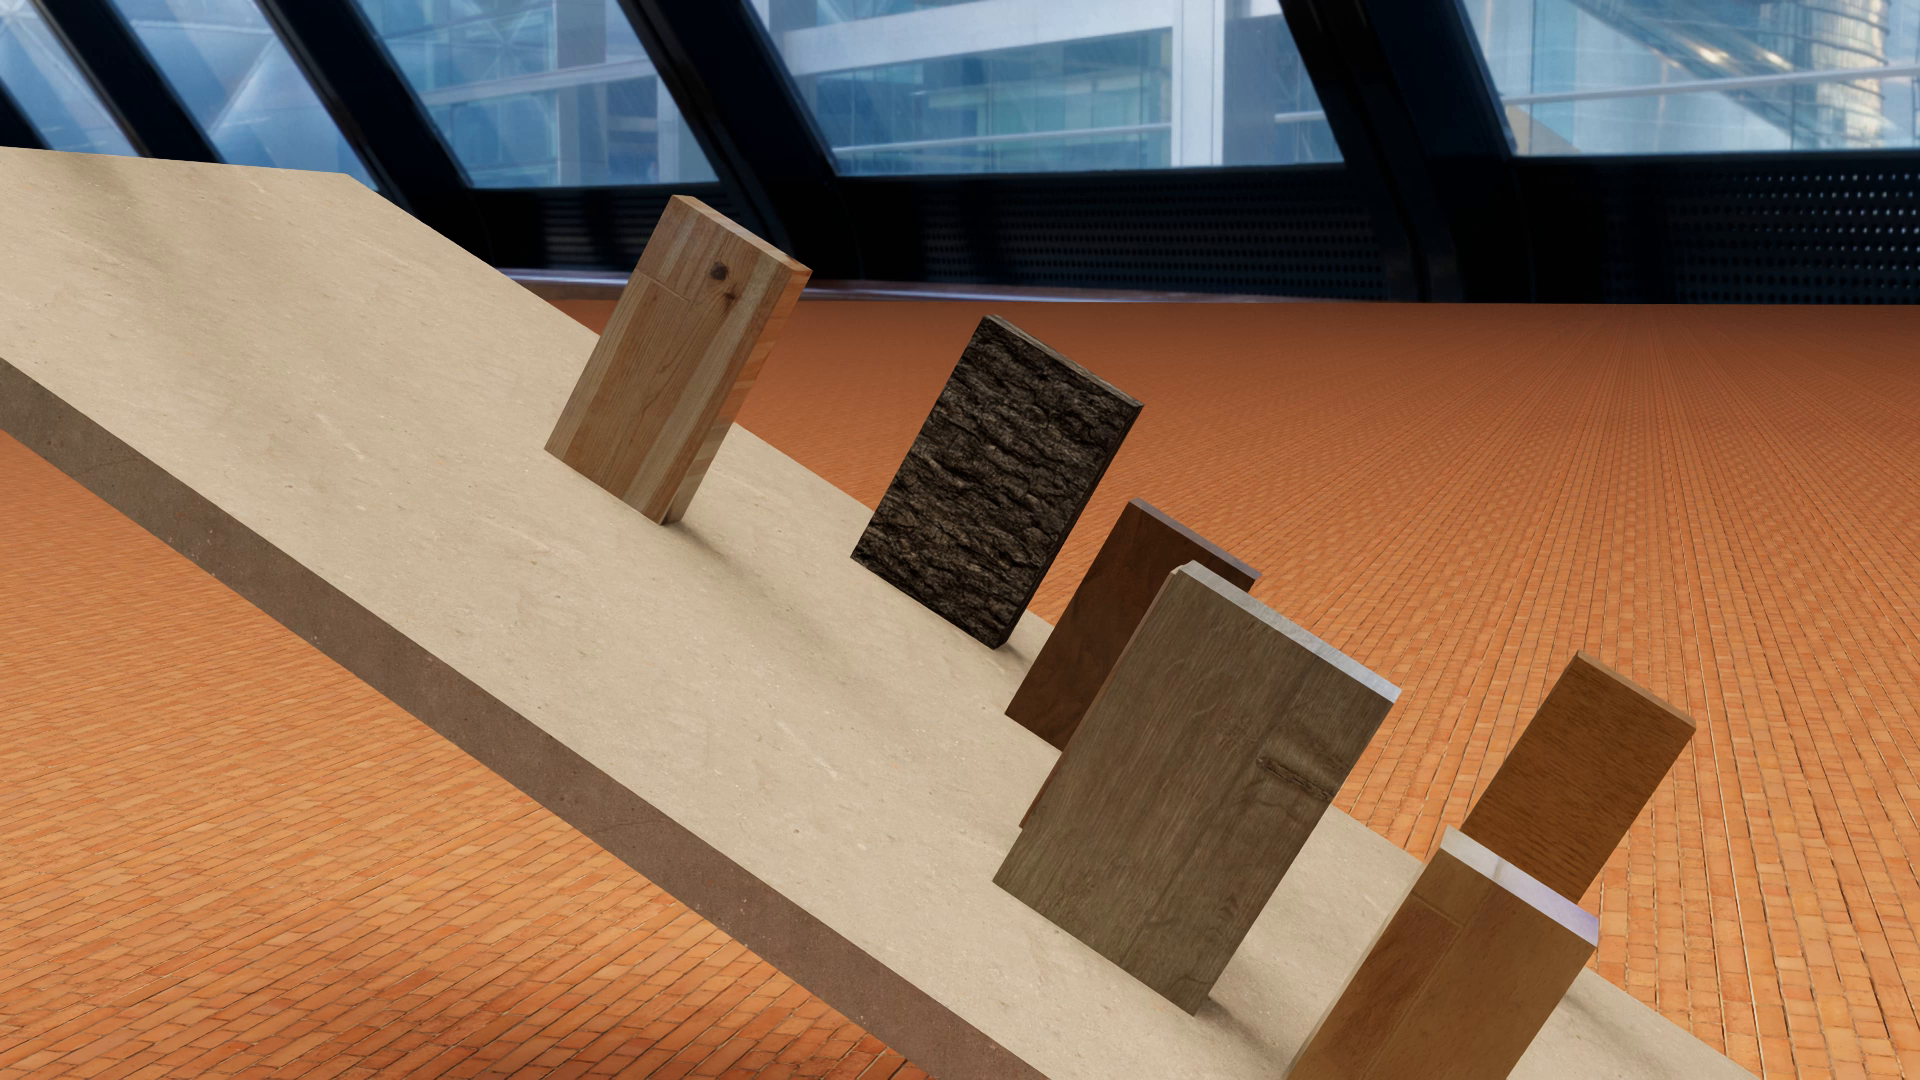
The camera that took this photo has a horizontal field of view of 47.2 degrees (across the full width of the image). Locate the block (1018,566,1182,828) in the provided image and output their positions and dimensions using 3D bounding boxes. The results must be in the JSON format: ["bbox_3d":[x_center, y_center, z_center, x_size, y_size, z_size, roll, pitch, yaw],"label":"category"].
[{"bbox_3d":[0.361,0.346,3.768,0.292,0.527,0.093,33,15,11],"label":"block"}]

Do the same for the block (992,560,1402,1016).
[{"bbox_3d":[0.370,0.392,3.484,0.384,0.600,0.115,33,15,11],"label":"block"}]

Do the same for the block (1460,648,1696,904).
[{"bbox_3d":[1.210,0.559,4.491,0.267,0.621,0.098,33,15,11],"label":"block"}]

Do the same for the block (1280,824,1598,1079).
[{"bbox_3d":[0.663,0.702,3.156,0.247,0.521,0.137,33,15,11],"label":"block"}]

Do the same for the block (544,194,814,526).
[{"bbox_3d":[-0.551,-0.348,4.278,0.287,0.569,0.099,33,15,11],"label":"block"}]

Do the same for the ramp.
[{"bbox_3d":[-0.184,0.303,4.128,4.000,0.100,2.000,33,15,11],"label":"ramp"}]

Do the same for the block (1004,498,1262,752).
[{"bbox_3d":[0.334,0.203,4.266,0.284,0.493,0.085,33,15,11],"label":"block"}]

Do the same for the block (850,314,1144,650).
[{"bbox_3d":[0.075,-0.123,4.659,0.371,0.599,0.103,33,15,11],"label":"block"}]
